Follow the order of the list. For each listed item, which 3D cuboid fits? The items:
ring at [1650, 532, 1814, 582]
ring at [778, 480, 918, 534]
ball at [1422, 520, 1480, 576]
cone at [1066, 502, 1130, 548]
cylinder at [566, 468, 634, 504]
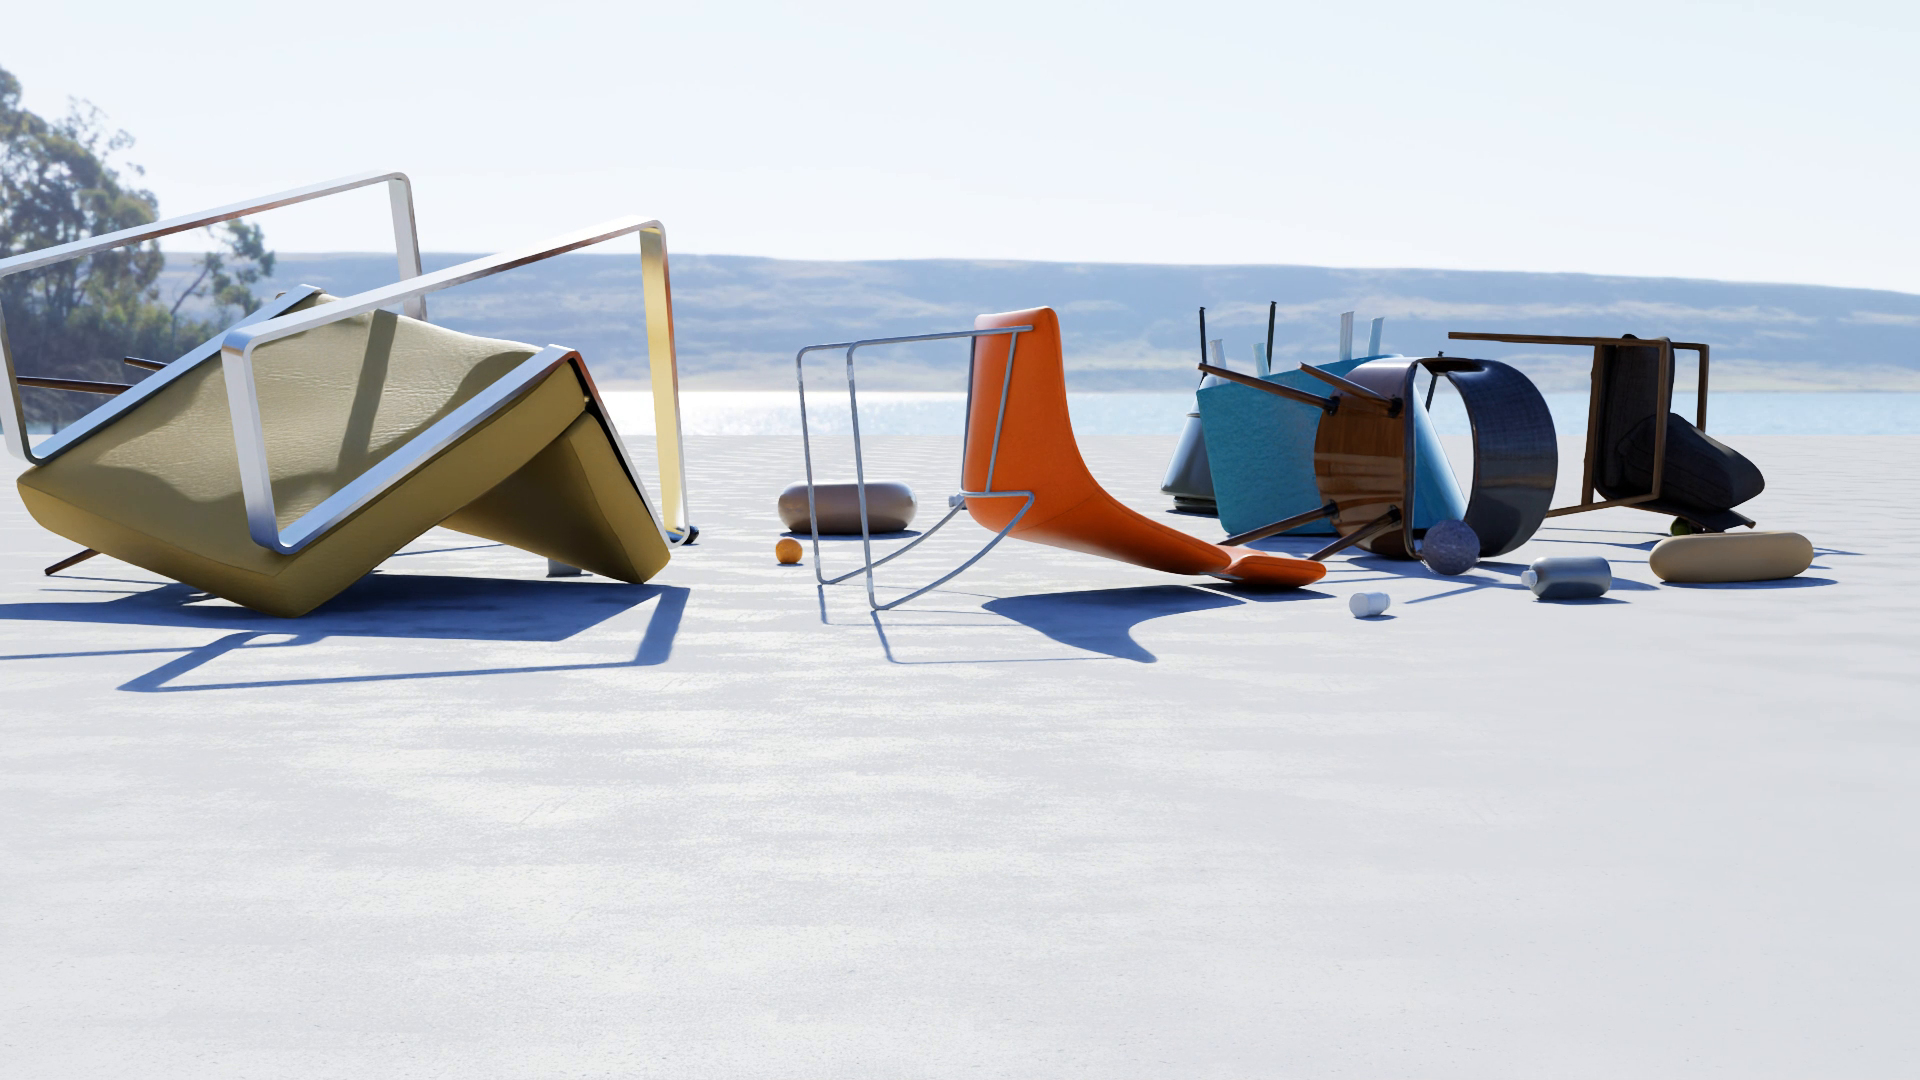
[{"bbox_3d":[1.823,0.040,5.190,0.483,0.108,0.184,-3,3,-25],"label":"ring"},{"bbox_3d":[-0.353,-0.106,6.931,0.404,0.163,0.478,2,3,42],"label":"ring"},{"bbox_3d":[1.182,0.018,5.294,0.136,0.136,0.136,0,4,0],"label":"ball"},{"bbox_3d":[0.383,-0.011,6.229,0.188,0.094,0.181,-14,-48,31],"label":"cone"},{"bbox_3d":[-1.430,-0.214,8.719,0.252,0.128,0.144,5,3,-16],"label":"cylinder"}]
